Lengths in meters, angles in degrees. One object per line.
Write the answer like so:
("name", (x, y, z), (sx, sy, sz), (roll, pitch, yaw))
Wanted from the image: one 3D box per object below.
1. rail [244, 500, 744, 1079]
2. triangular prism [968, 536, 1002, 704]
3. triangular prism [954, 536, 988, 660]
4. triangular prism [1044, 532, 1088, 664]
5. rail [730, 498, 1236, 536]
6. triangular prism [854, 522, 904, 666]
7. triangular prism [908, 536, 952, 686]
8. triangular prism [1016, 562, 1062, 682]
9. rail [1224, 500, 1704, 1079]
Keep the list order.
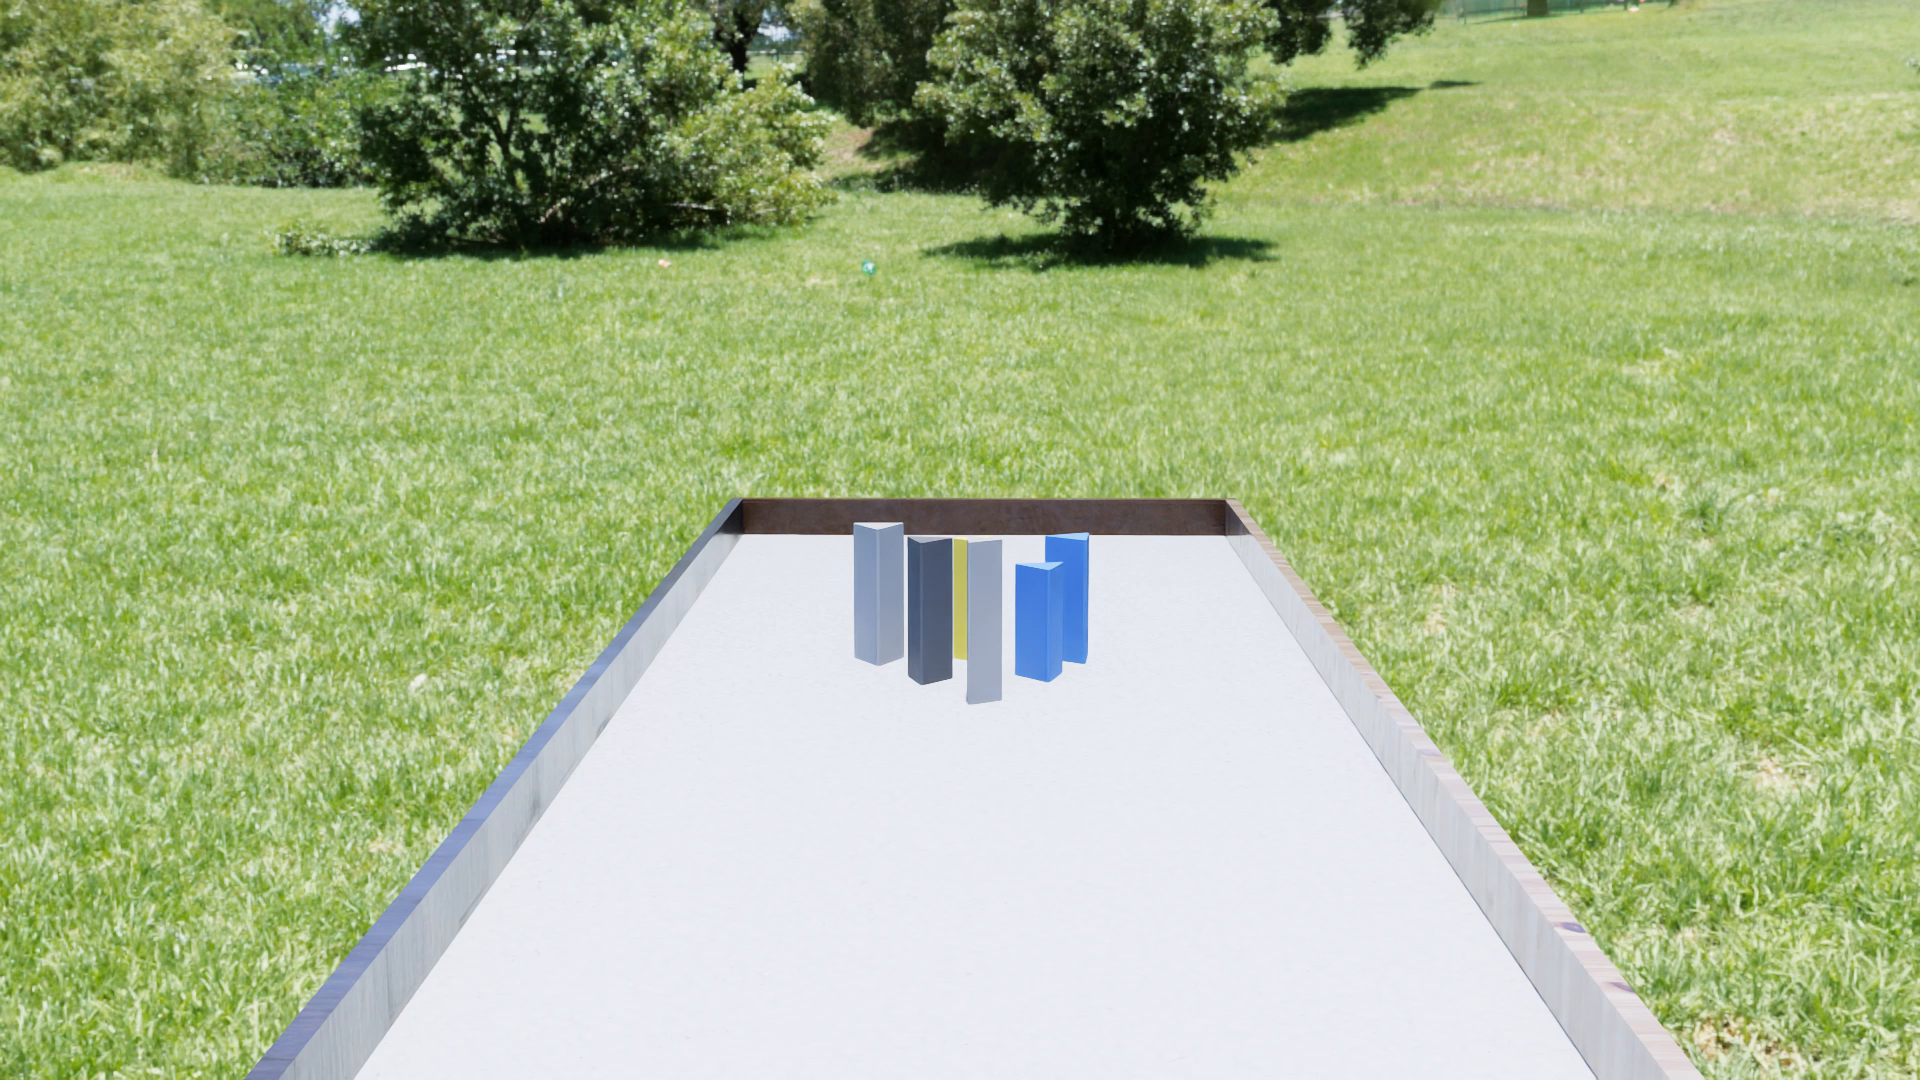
("rail", (-1.004, 0.839, 3.234), (0.050, 0.150, 12.000), (0, 9, 1))
("triangular prism", (0.047, 0.222, 6.148), (0.110, 0.458, 0.095), (-6, 11, -31))
("triangular prism", (0.059, 0.177, 6.708), (0.120, 0.372, 0.104), (6, 11, 35))
("triangular prism", (0.354, 0.173, 6.708), (0.147, 0.379, 0.127), (7, 11, 36))
("rail", (0.099, -0.098, 9.147), (2.100, 0.150, 0.050), (0, 9, 1))
("triangular prism", (-0.228, 0.159, 6.678), (0.129, 0.416, 0.149), (-5, 10, -31))
("triangular prism", (-0.109, 0.201, 6.411), (0.115, 0.417, 0.133), (8, 12, 42))
("triangular prism", (0.256, 0.236, 6.461), (0.123, 0.332, 0.142), (-8, 12, -41))
("rail", (1.046, 0.843, 3.208), (0.050, 0.150, 12.000), (0, 9, 1))
